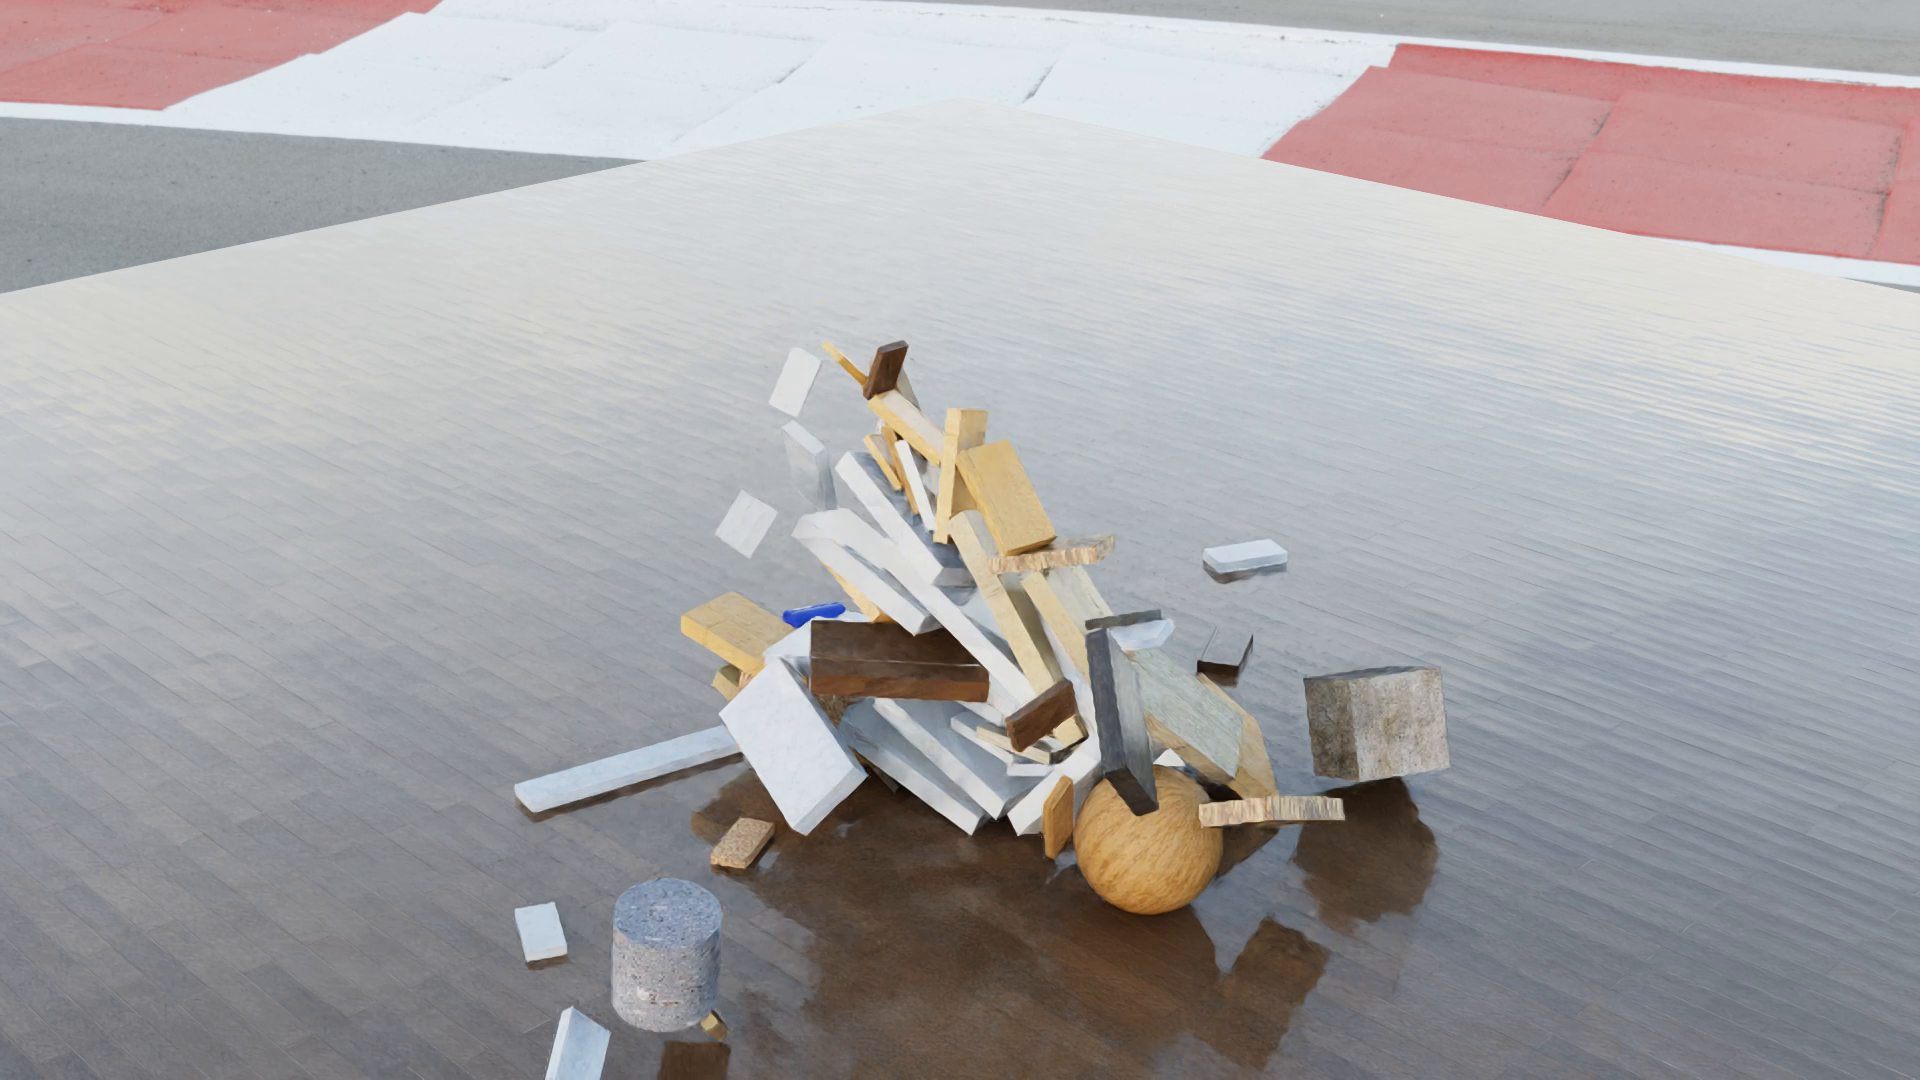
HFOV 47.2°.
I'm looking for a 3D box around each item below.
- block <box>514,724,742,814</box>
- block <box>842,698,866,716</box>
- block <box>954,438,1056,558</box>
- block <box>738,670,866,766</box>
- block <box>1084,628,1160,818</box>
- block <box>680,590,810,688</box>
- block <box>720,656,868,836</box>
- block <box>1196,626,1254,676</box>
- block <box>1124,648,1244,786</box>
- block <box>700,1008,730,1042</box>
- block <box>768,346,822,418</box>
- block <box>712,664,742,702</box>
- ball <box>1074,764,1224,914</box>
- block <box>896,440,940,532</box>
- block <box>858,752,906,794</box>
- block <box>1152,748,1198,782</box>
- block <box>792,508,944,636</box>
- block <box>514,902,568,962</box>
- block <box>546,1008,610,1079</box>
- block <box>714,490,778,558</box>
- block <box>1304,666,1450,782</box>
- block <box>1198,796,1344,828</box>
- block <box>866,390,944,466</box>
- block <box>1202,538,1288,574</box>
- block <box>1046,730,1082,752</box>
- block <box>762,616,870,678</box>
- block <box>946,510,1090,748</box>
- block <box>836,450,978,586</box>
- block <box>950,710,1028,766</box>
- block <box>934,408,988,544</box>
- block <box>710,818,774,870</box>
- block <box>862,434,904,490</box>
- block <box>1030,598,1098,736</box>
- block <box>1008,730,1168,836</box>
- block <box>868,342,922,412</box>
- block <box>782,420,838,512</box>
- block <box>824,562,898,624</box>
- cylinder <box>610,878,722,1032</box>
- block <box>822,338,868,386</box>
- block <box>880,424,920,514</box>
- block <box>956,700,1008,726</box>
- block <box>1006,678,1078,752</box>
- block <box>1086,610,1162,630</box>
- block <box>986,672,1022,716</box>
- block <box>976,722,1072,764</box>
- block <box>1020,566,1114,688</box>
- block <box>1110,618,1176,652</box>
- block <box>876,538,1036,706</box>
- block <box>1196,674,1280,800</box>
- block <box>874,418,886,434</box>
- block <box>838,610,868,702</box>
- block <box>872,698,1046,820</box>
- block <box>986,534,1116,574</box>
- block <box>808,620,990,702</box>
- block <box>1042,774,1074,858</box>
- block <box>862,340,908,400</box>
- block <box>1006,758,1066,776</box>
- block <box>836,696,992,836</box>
[{"bbox_3d":[-0.689,0.477,4.605,0.480,0.025,0.088,-14,27,-30],"label":"block"},{"bbox_3d":[-0.151,0.397,4.548,0.176,0.025,0.088,40,38,23],"label":"block"},{"bbox_3d":[0.086,-0.080,4.164,0.109,0.031,0.219,-16,69,-26],"label":"block"},{"bbox_3d":[-0.304,0.361,4.650,0.313,0.044,0.157,39,38,20],"label":"block"},{"bbox_3d":[0.276,0.310,3.763,0.042,0.147,0.294,-20,47,16],"label":"block"},{"bbox_3d":[-0.428,0.220,4.692,0.313,0.044,0.157,29,34,28],"label":"block"},{"bbox_3d":[-0.332,0.403,4.346,0.049,0.171,0.343,36,11,-49],"label":"block"},{"bbox_3d":[0.617,0.258,5.117,0.097,0.027,0.193,7,24,16],"label":"block"},{"bbox_3d":[0.408,0.317,4.097,0.042,0.294,0.147,-29,34,39],"label":"block"},{"bbox_3d":[-0.461,0.771,3.742,0.025,0.088,0.175,-40,66,-9],"label":"block"},{"bbox_3d":[-0.327,-0.315,4.374,0.064,0.128,0.018,25,21,-1],"label":"block"},{"bbox_3d":[-0.362,0.361,4.695,0.313,0.044,0.157,39,38,20],"label":"block"},{"bbox_3d":[0.350,0.556,4.094,0.278,0.278,0.278,0,23,0],"label":"ball"},{"bbox_3d":[-0.062,-0.111,4.314,0.026,0.185,0.093,-23,-6,29],"label":"block"},{"bbox_3d":[-0.162,0.439,4.575,0.175,0.025,0.088,46,41,14],"label":"block"},{"bbox_3d":[0.348,0.416,4.633,0.173,0.049,0.525,18,16,-22],"label":"block"},{"bbox_3d":[-0.160,0.059,4.370,0.335,0.047,0.167,38,23,20],"label":"block"},{"bbox_3d":[-0.770,0.719,4.039,0.074,0.021,0.148,-7,24,-16],"label":"block"},{"bbox_3d":[-0.623,0.856,3.565,0.025,0.088,0.175,-29,34,29],"label":"block"},{"bbox_3d":[-0.419,-0.032,4.300,0.030,0.104,0.209,33,-2,-20],"label":"block"},{"bbox_3d":[0.849,0.372,4.492,0.203,0.203,0.203,-6,0,-17],"label":"block"},{"bbox_3d":[0.578,0.503,4.061,0.147,0.042,0.294,-11,-12,33],"label":"block"},{"bbox_3d":[-0.088,-0.220,4.308,0.185,0.026,0.093,42,24,11],"label":"block"},{"bbox_3d":[0.731,0.041,5.630,0.194,0.027,0.097,-9,24,-19],"label":"block"},{"bbox_3d":[0.265,0.454,4.505,0.194,0.027,0.097,33,11,-7],"label":"block"},{"bbox_3d":[-0.219,0.225,4.499,0.343,0.049,0.171,2,26,40],"label":"block"},{"bbox_3d":[0.141,0.163,4.230,0.047,0.489,0.165,-34,-13,27],"label":"block"},{"bbox_3d":[-0.090,-0.043,4.353,0.167,0.047,0.335,2,42,-53],"label":"block"},{"bbox_3d":[0.071,0.386,4.345,0.168,0.024,0.084,29,31,36],"label":"block"},{"bbox_3d":[0.002,-0.125,4.280,0.031,0.259,0.109,9,7,29],"label":"block"},{"bbox_3d":[-0.428,0.596,4.329,0.074,0.021,0.148,7,24,16],"label":"block"},{"bbox_3d":[-0.139,-0.156,4.380,0.126,0.018,0.063,56,28,13],"label":"block"},{"bbox_3d":[0.252,0.232,4.230,0.047,0.329,0.165,-34,-24,27],"label":"block"},{"bbox_3d":[0.260,0.442,4.175,0.173,0.346,0.049,1,52,-45],"label":"block"},{"bbox_3d":[-0.120,-0.281,4.435,0.018,0.270,0.063,25,62,36],"label":"block"},{"bbox_3d":[-0.305,-0.144,4.497,0.030,0.209,0.104,-38,59,-21],"label":"block"},{"bbox_3d":[-0.191,0.098,4.432,0.104,0.030,0.209,18,25,-52],"label":"block"},{"bbox_3d":[-0.477,0.672,3.566,0.173,0.173,0.173,5,30,-3],"label":"cylinder"},{"bbox_3d":[-0.223,-0.348,4.382,0.064,0.018,0.128,46,3,35],"label":"block"},{"bbox_3d":[-0.090,-0.146,4.348,0.026,0.185,0.093,-24,-5,29],"label":"block"},{"bbox_3d":[0.057,0.319,4.389,0.103,0.029,0.206,-1,18,-39],"label":"block"},{"bbox_3d":[0.149,0.317,3.980,0.143,0.072,0.020,-33,39,-24],"label":"block"},{"bbox_3d":[0.303,0.148,4.085,0.067,0.019,0.134,-5,-4,-41],"label":"block"},{"bbox_3d":[0.101,0.308,4.340,0.103,0.029,0.206,0,17,-33],"label":"block"},{"bbox_3d":[0.123,0.391,4.260,0.168,0.024,0.084,18,16,30],"label":"block"},{"bbox_3d":[0.253,0.185,4.182,0.047,0.329,0.165,-34,-2,27],"label":"block"},{"bbox_3d":[0.322,0.177,4.039,0.134,0.019,0.067,-10,24,39],"label":"block"},{"bbox_3d":[0.038,0.155,4.305,0.448,0.047,0.167,45,25,13],"label":"block"},{"bbox_3d":[0.566,0.422,4.568,0.173,0.049,0.346,41,16,-16],"label":"block"},{"bbox_3d":[-0.146,-0.235,4.485,0.018,0.128,0.064,27,23,21],"label":"block"},{"bbox_3d":[-0.208,0.296,4.815,0.193,0.193,0.193,10,25,23],"label":"block"},{"bbox_3d":[0.011,0.398,4.398,0.351,0.050,0.175,40,38,23],"label":"block"},{"bbox_3d":[0.172,0.026,4.146,0.219,0.031,0.109,-7,11,25],"label":"block"},{"bbox_3d":[-0.121,0.235,4.293,0.343,0.049,0.171,3,35,-7],"label":"block"},{"bbox_3d":[0.178,0.501,3.970,0.020,0.183,0.072,25,59,21],"label":"block"},{"bbox_3d":[-0.146,-0.333,4.310,0.063,0.126,0.018,-20,57,-36],"label":"block"},{"bbox_3d":[0.175,0.439,4.274,0.084,0.024,0.168,-8,0,-38],"label":"block"},{"bbox_3d":[-0.063,0.442,4.474,0.351,0.050,0.175,35,36,16],"label":"block"}]
